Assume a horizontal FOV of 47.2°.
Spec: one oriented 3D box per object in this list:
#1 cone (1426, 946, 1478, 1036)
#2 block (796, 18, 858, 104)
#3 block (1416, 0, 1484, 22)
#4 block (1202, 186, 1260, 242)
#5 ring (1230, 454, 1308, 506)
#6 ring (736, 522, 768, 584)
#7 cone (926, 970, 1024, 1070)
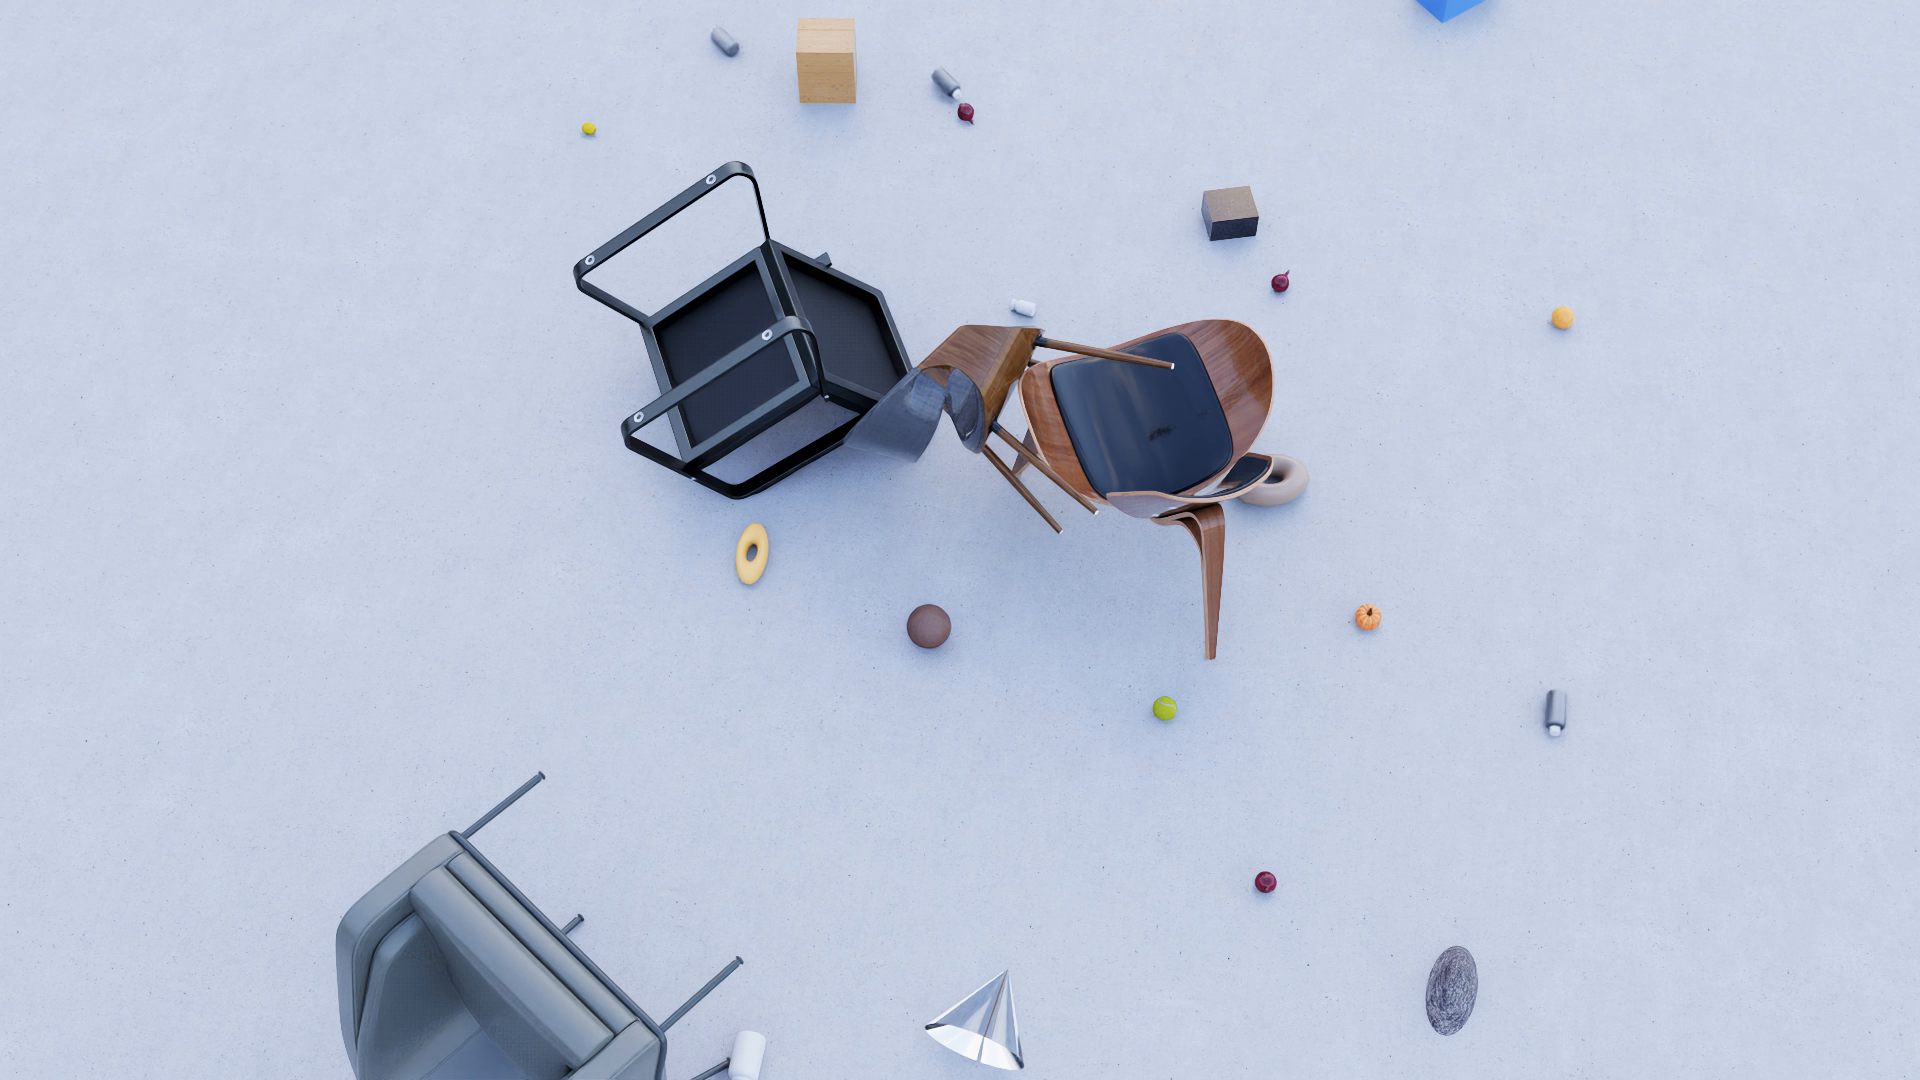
[{"bbox_3d":[1.293,1.143,5.720,0.130,0.145,0.260,15,57,10],"label":"cone"},{"bbox_3d":[-0.455,-1.641,7.533,0.193,0.236,0.165,0,56,0],"label":"block"},{"bbox_3d":[1.774,-1.997,7.819,0.265,0.158,0.166,-30,61,-18],"label":"block"},{"bbox_3d":[0.888,-1.075,7.238,0.155,0.094,0.137,-7,56,-5],"label":"block"},{"bbox_3d":[0.935,-0.181,6.644,0.242,0.087,0.170,-8,55,-7],"label":"ring"},{"bbox_3d":[-0.616,0.039,6.514,0.095,0.057,0.213,3,56,4],"label":"ring"},{"bbox_3d":[0.082,1.215,5.724,0.274,0.117,0.260,20,46,9],"label":"cone"}]
